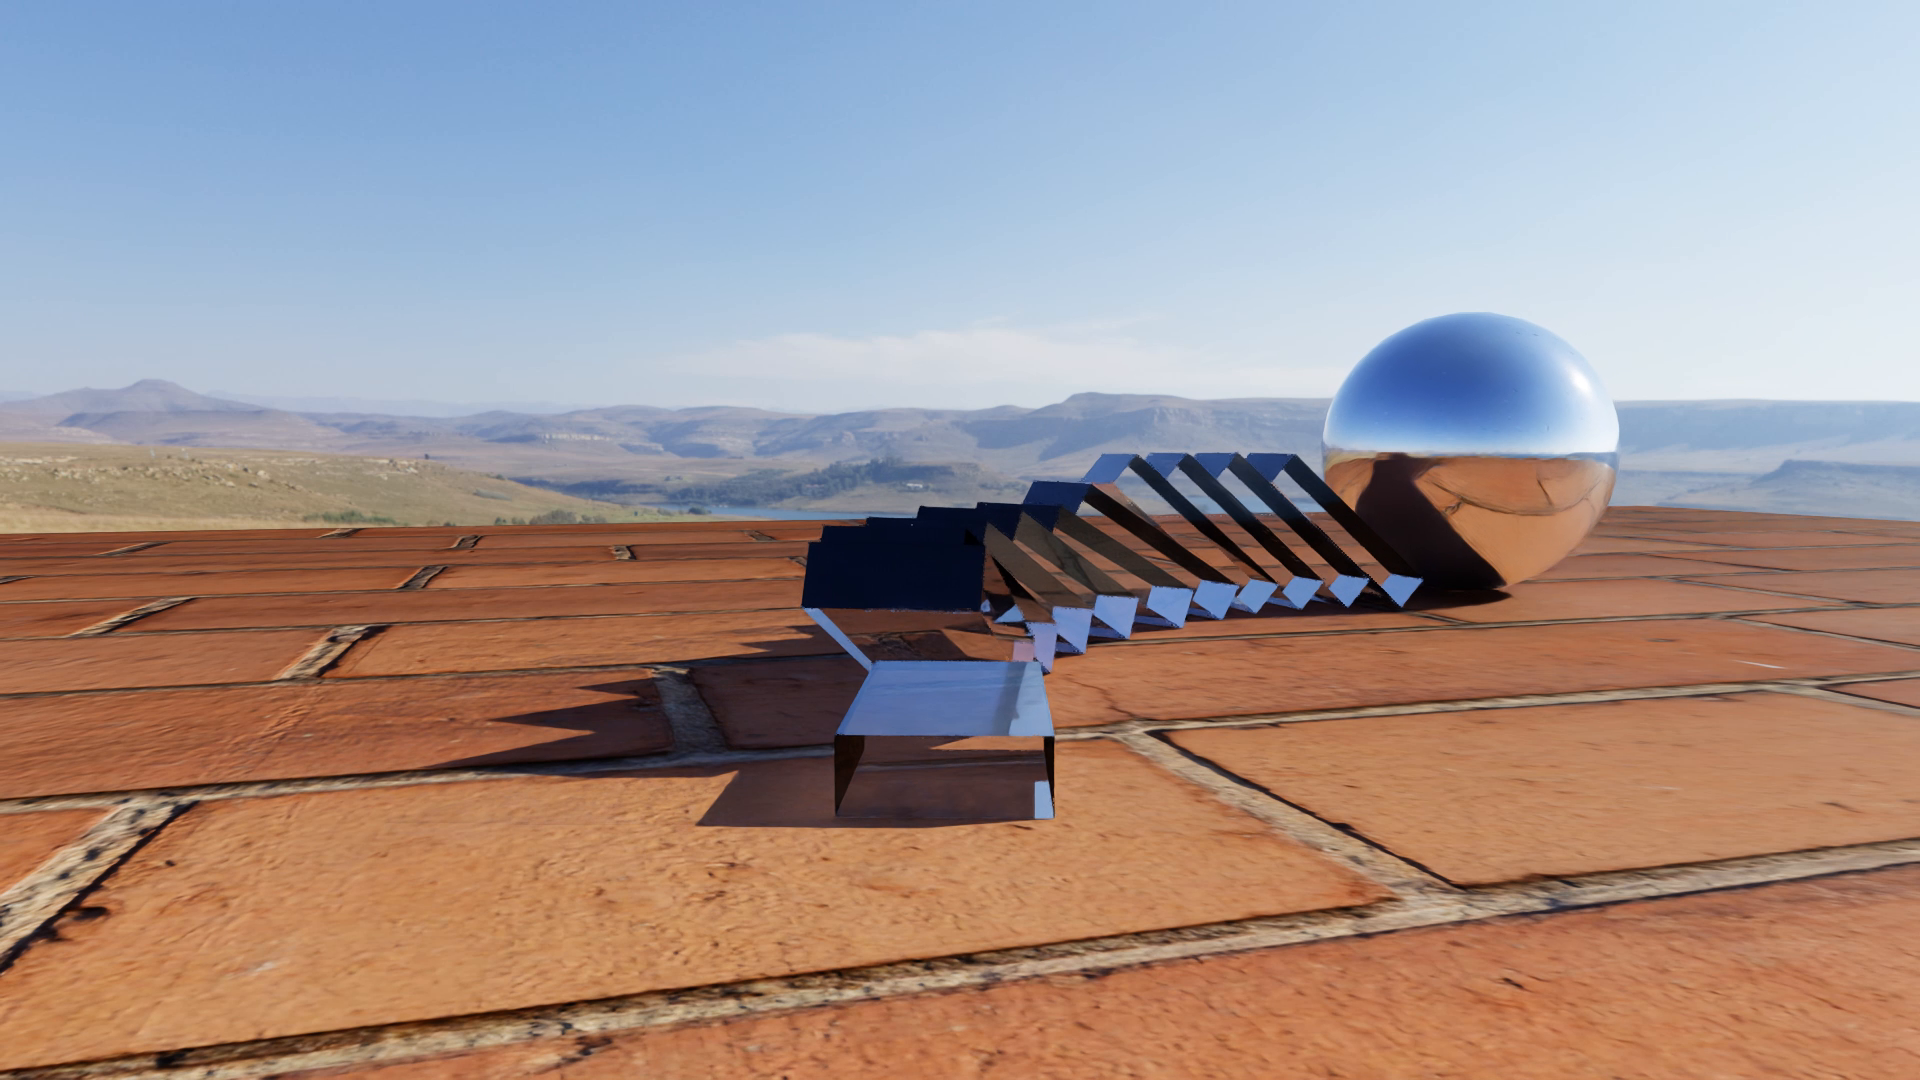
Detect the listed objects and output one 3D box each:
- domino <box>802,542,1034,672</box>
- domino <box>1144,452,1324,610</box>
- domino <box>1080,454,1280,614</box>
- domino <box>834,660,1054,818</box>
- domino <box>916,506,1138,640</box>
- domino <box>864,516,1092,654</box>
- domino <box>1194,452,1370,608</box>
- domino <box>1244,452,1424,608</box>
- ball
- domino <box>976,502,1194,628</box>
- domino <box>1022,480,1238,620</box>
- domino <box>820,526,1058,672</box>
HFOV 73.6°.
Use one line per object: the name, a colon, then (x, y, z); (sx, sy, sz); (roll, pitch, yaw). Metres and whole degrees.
domino: (-0.004, 0.013, 0.198); (0.025, 0.010, 0.050); (1, -19, 12)
domino: (0.069, -0.003, 0.334); (0.050, 0.010, 0.025); (41, -6, -12)
domino: (0.055, -0.002, 0.327); (0.050, 0.010, 0.025); (41, -6, -12)
domino: (-0.001, 0.025, 0.171); (0.025, 0.010, 0.050); (0, 4, 2)
domino: (0.014, 0.007, 0.269); (0.025, 0.009, 0.050); (3, -20, 37)
domino: (0.004, 0.009, 0.247); (0.025, 0.010, 0.050); (2, -19, 30)
domino: (0.082, -0.003, 0.339); (0.050, 0.010, 0.025); (41, -6, -13)
domino: (0.097, -0.003, 0.341); (0.050, 0.009, 0.025); (41, -6, -13)
ball: (0.145, -0.025, 0.369); (0.080, 0.080, 0.080); (0, 4, 0)
domino: (0.028, 0.006, 0.290); (0.025, 0.010, 0.050); (4, -19, 47)
domino: (0.041, 0.002, 0.311); (0.050, 0.010, 0.025); (32, -11, -26)
domino: (-0.003, 0.011, 0.223); (0.025, 0.010, 0.050); (2, -20, 23)
